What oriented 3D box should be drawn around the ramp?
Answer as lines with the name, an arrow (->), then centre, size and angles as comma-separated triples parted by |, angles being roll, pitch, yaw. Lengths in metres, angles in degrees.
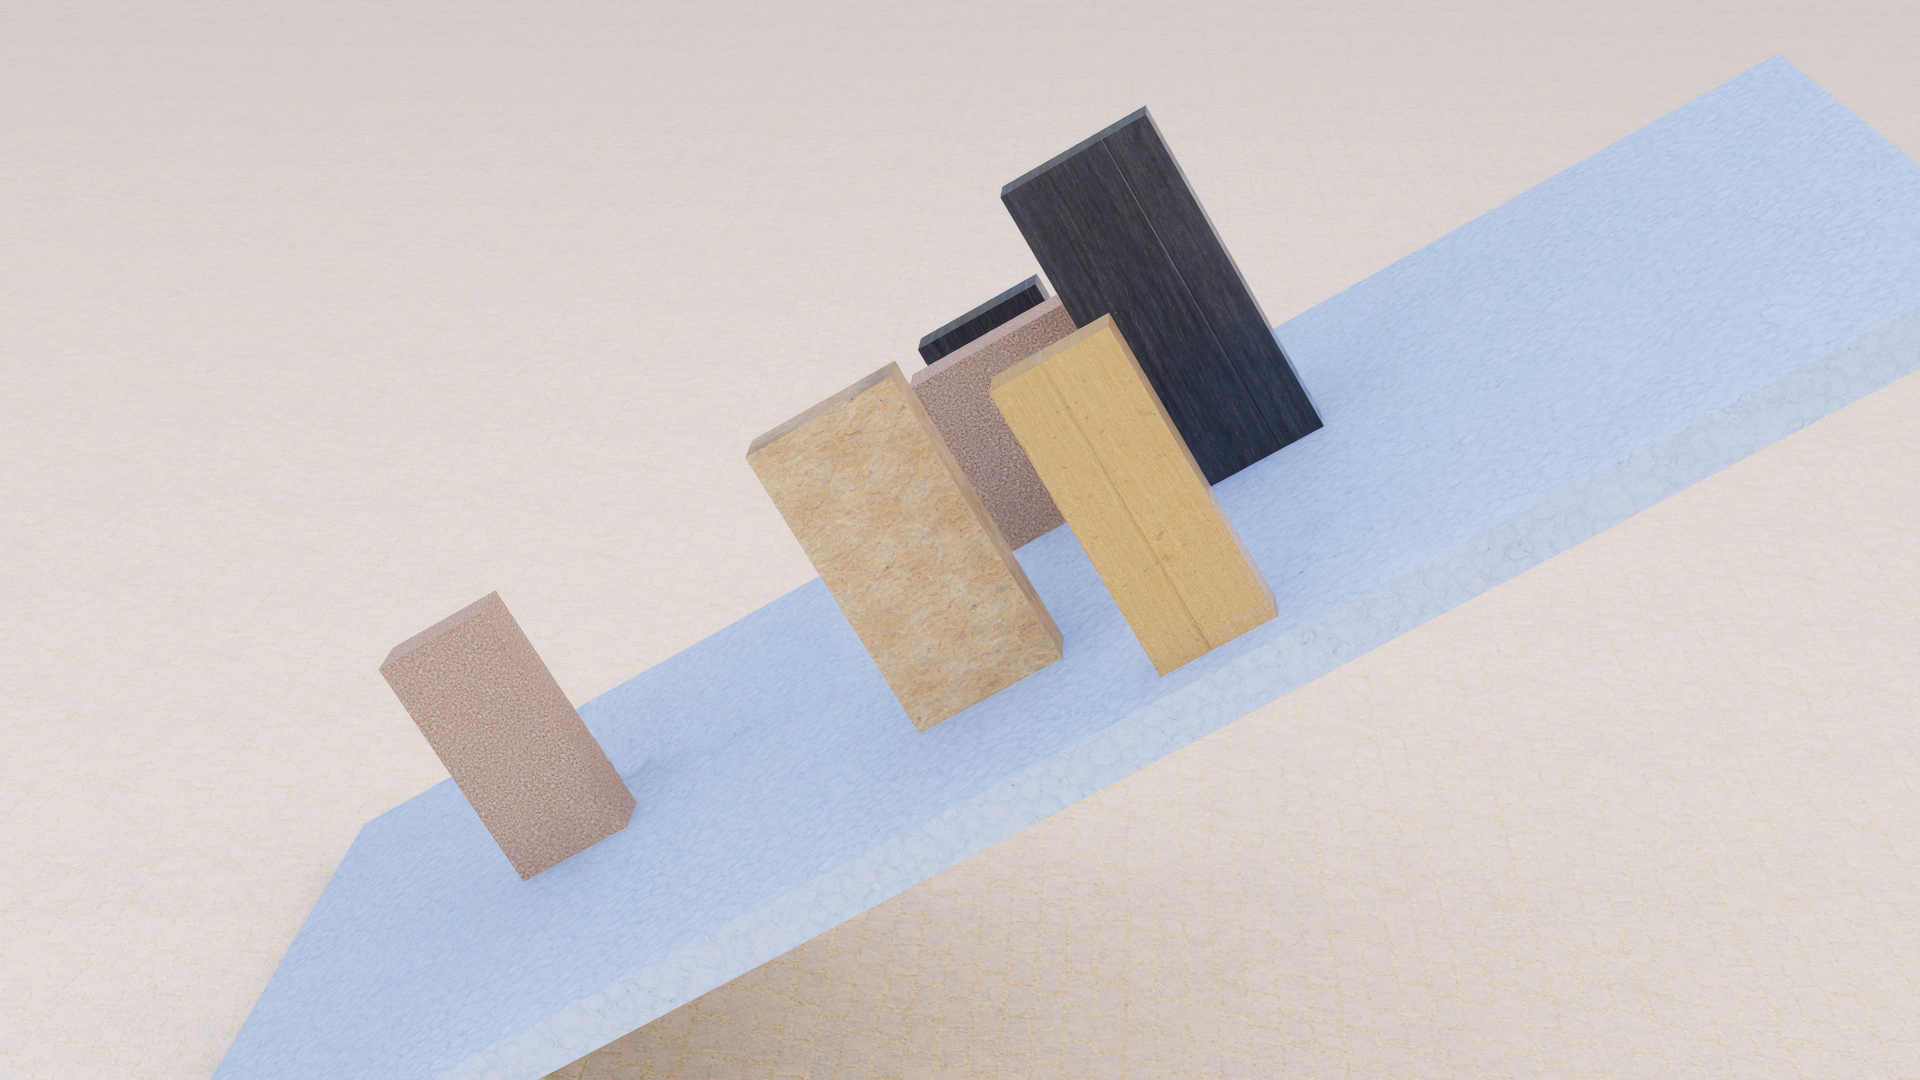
ramp -> 0.142, 0.168, 6.285 | 4.000, 0.100, 2.000 | -28, 15, 12

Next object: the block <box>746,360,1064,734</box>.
block -> -0.103, 0.017, 5.765 | 0.327, 0.657, 0.119 | -28, 15, 12

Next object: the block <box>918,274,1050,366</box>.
block -> 0.151, -0.353, 6.914 | 0.316, 0.436, 0.105 | -28, 15, 12

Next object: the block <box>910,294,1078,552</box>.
block -> 0.176, -0.265, 6.568 | 0.405, 0.439, 0.126 | -28, 15, 12

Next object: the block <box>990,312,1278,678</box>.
block -> 0.316, -0.078, 5.303 | 0.243, 0.619, 0.100 | -28, 15, 12

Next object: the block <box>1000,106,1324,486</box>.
block -> 0.426, -0.489, 6.158 | 0.344, 0.759, 0.106 | -28, 15, 12

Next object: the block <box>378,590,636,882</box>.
block -> -0.974, 0.426, 6.362 | 0.269, 0.568, 0.132 | -28, 15, 12
